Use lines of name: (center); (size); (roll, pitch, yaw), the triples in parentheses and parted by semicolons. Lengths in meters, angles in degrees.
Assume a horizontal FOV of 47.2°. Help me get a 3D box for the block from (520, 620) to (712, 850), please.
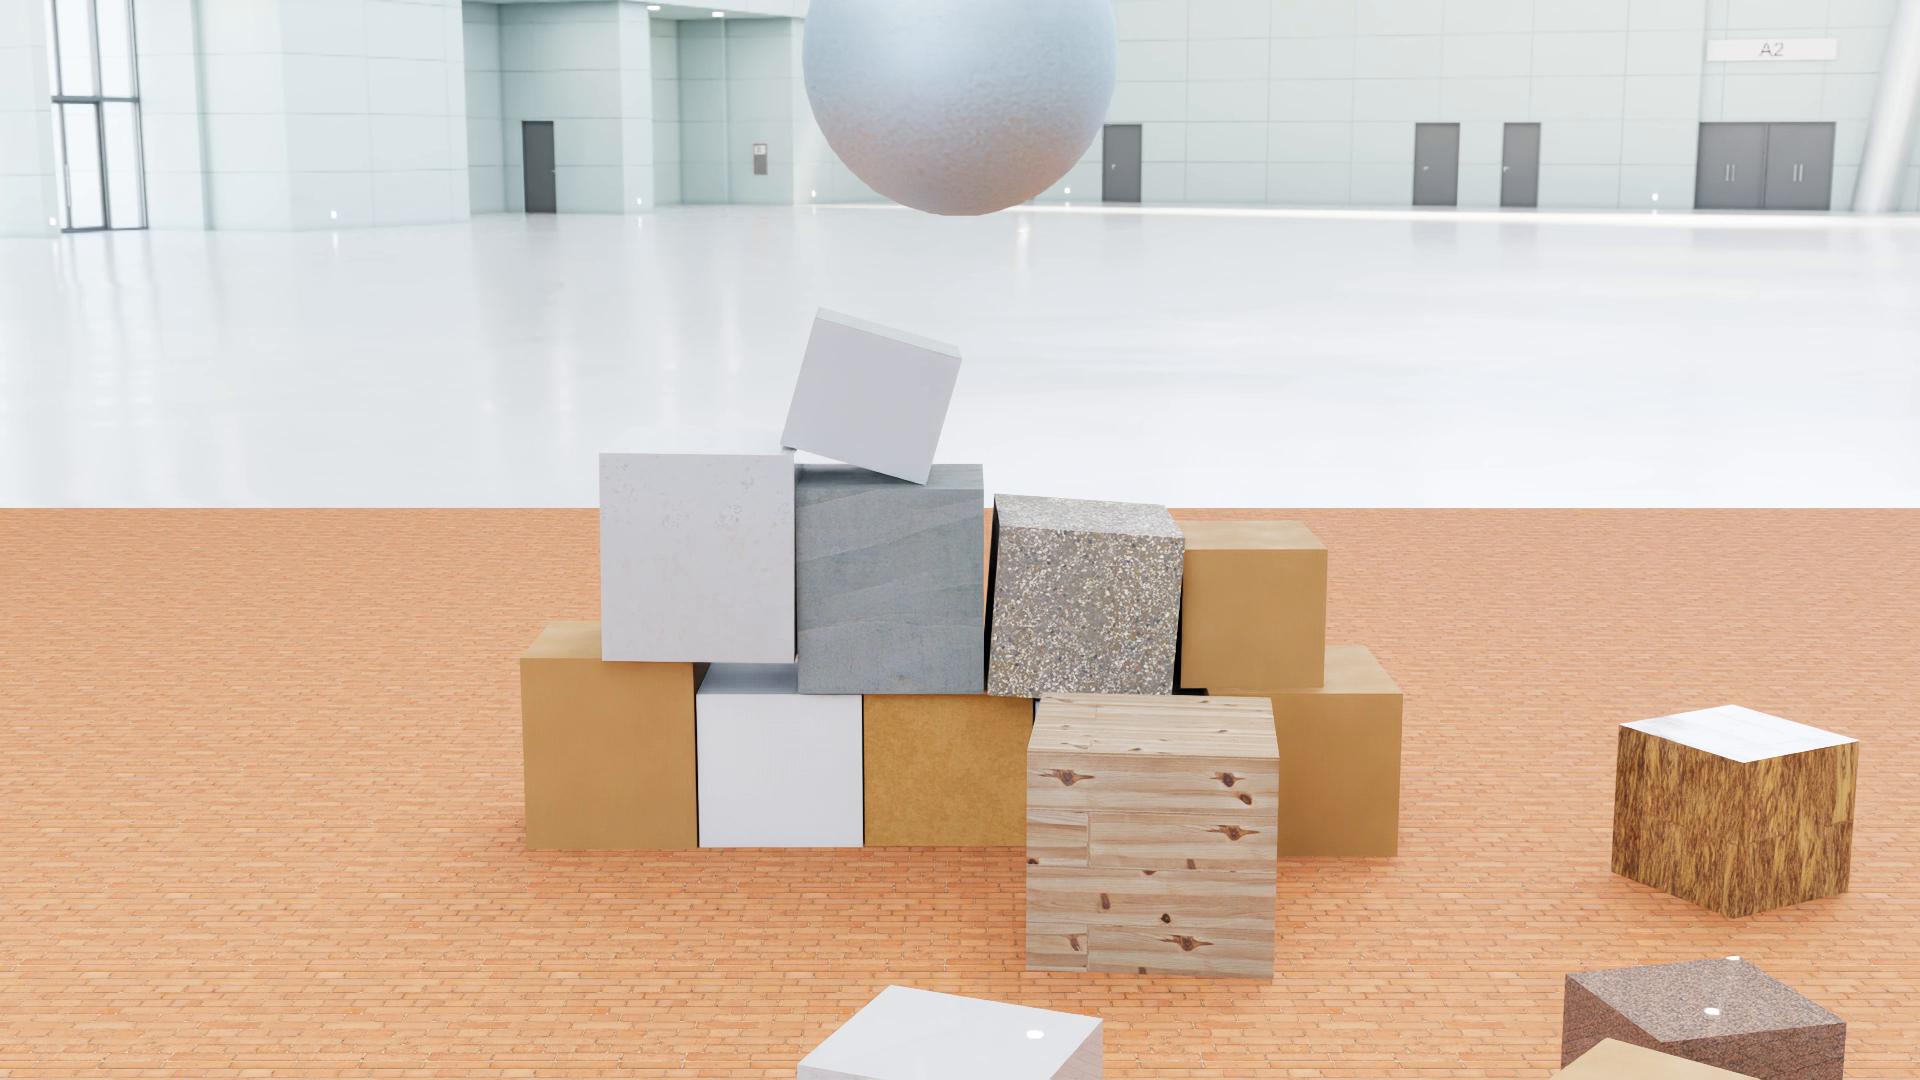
block: (-1.747, 0.990, 11.374); (0.855, 0.983, 0.866); (0, 10, 0)

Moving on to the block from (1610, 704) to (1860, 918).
block: (3.685, 1.275, 10.486); (0.768, 0.740, 0.757); (-6, 12, -28)

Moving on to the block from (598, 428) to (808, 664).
block: (-1.276, 0.006, 11.164); (0.941, 1.029, 0.966); (1, 10, 0)

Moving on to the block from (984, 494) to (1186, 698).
block: (0.608, 0.287, 11.218); (0.903, 0.845, 0.994); (4, 10, -1)

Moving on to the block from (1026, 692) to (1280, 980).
block: (0.857, 1.285, 9.783); (1.053, 0.972, 1.008); (1, 10, 6)

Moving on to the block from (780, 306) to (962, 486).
block: (-0.446, -0.734, 11.059); (0.744, 0.648, 0.659); (16, 9, -5)

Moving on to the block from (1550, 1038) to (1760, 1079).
block: (2.067, 2.010, 6.513); (0.682, 0.715, 0.725); (9, 13, 39)

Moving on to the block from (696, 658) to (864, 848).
block: (-0.899, 1.088, 11.372); (0.820, 0.791, 0.772); (0, 10, 0)

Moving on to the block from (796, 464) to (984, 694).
block: (-0.341, 0.180, 11.214); (0.918, 1.024, 0.865); (0, 10, 0)

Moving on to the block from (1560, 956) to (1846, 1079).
block: (2.496, 1.864, 7.453); (0.677, 0.665, 0.609); (-3, 11, -14)

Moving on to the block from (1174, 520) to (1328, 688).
block: (1.445, 0.316, 11.235); (0.709, 0.698, 0.820); (0, 10, 0)

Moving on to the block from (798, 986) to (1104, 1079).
block: (-0.018, 1.925, 6.935); (0.747, 0.732, 0.691); (4, 11, 22)

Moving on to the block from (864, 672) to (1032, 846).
block: (-0.058, 1.077, 11.394); (0.842, 0.805, 0.771); (0, 10, 0)

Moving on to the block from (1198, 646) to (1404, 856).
block: (1.698, 1.068, 11.373); (0.952, 0.830, 1.044); (0, 10, 0)

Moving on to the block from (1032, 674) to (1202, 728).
block: (0.794, 1.105, 11.369); (0.839, 0.758, 0.764); (0, 10, 0)

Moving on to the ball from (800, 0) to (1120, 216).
ball: (0.000, -2.441, 11.089); (1.600, 1.600, 1.600); (0, 10, 0)
